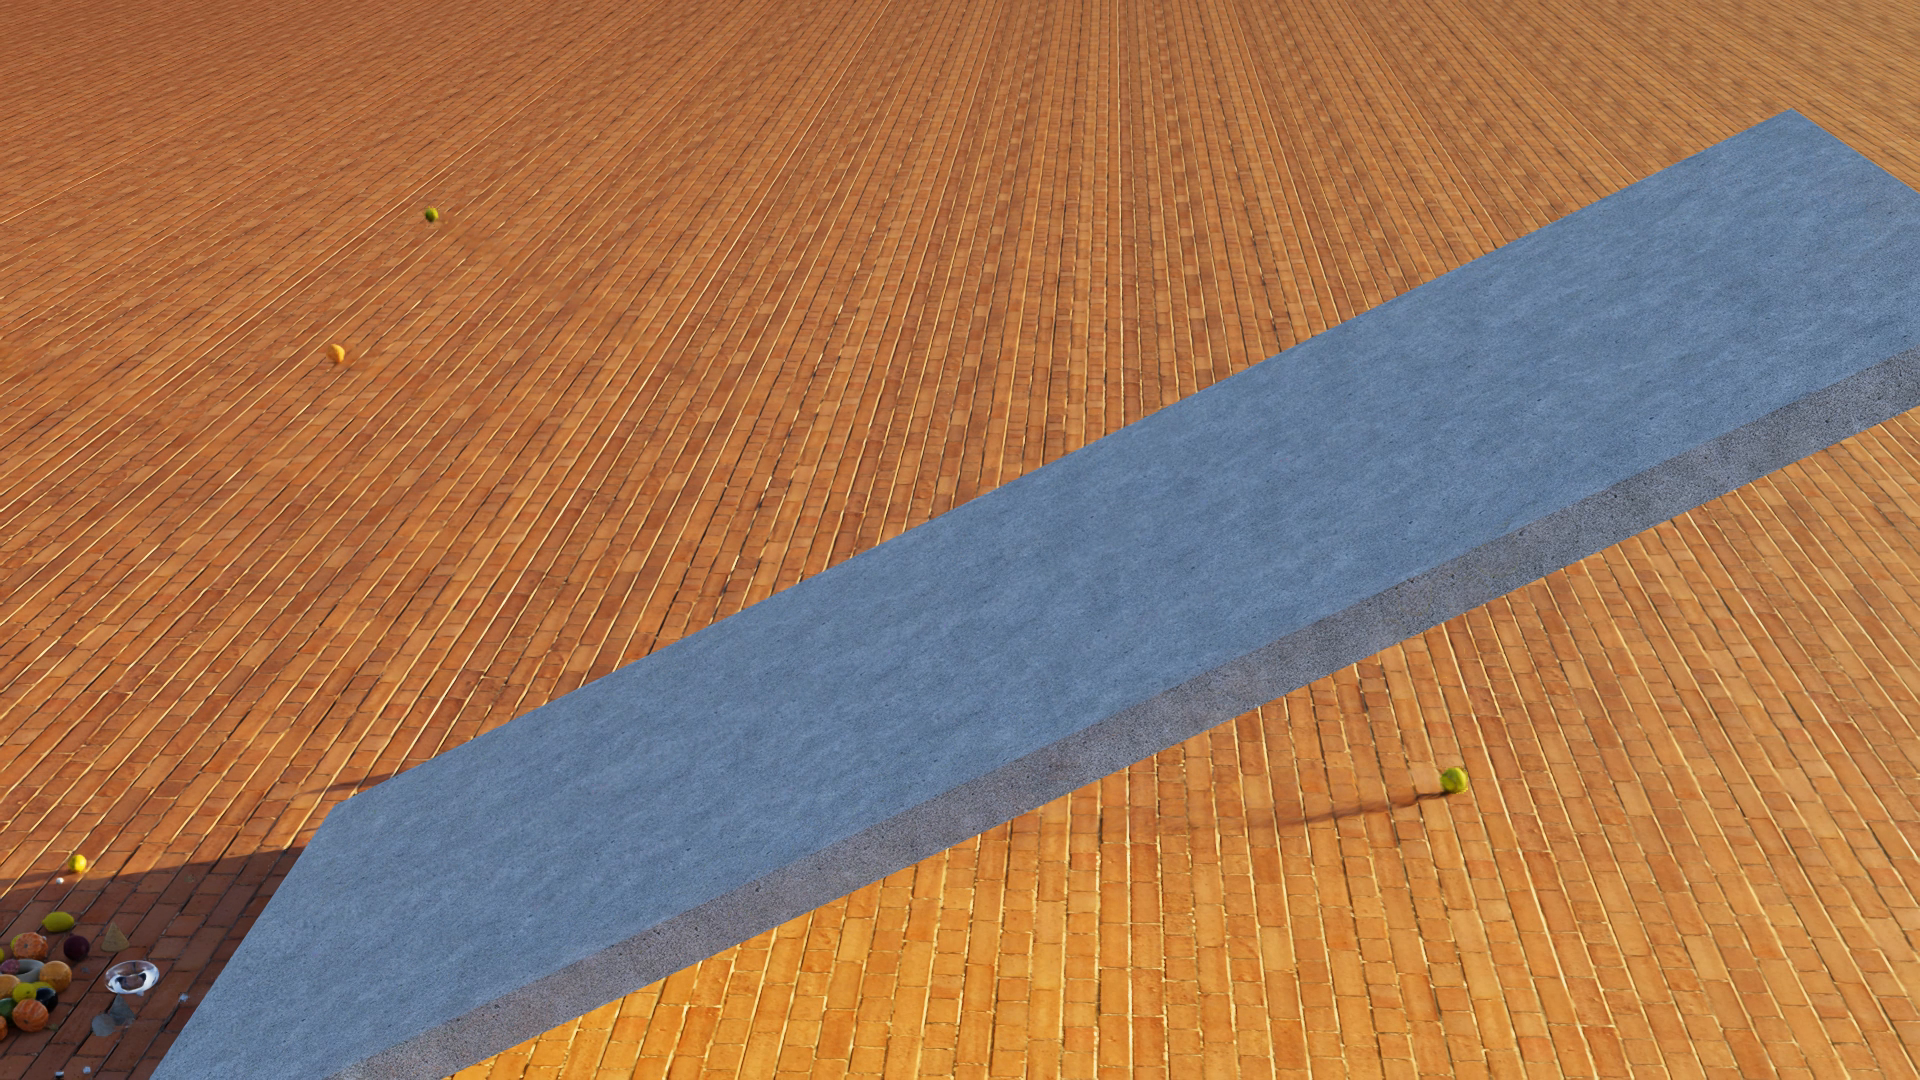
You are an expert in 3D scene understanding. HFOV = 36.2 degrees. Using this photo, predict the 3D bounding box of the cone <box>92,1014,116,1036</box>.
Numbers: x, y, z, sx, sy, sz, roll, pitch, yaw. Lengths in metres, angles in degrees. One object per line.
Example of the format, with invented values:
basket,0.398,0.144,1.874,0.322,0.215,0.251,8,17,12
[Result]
cone,-1.900,1.078,6.532,0.051,0.051,0.051,-3,-10,-11

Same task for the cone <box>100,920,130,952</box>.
cone,-1.998,0.929,6.948,0.069,0.069,0.069,0,17,0

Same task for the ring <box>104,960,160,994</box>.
ring,-1.901,1.003,6.752,0.123,0.041,0.123,-1,17,0

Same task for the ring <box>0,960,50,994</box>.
ring,-2.158,1.002,6.751,0.130,0.043,0.130,-1,17,0

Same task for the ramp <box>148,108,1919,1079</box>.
ramp,0.139,0.168,6.281,4.000,0.100,2.000,-25,14,10

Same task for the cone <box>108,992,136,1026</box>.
cone,-1.881,1.041,6.582,0.065,0.065,0.065,0,17,0
